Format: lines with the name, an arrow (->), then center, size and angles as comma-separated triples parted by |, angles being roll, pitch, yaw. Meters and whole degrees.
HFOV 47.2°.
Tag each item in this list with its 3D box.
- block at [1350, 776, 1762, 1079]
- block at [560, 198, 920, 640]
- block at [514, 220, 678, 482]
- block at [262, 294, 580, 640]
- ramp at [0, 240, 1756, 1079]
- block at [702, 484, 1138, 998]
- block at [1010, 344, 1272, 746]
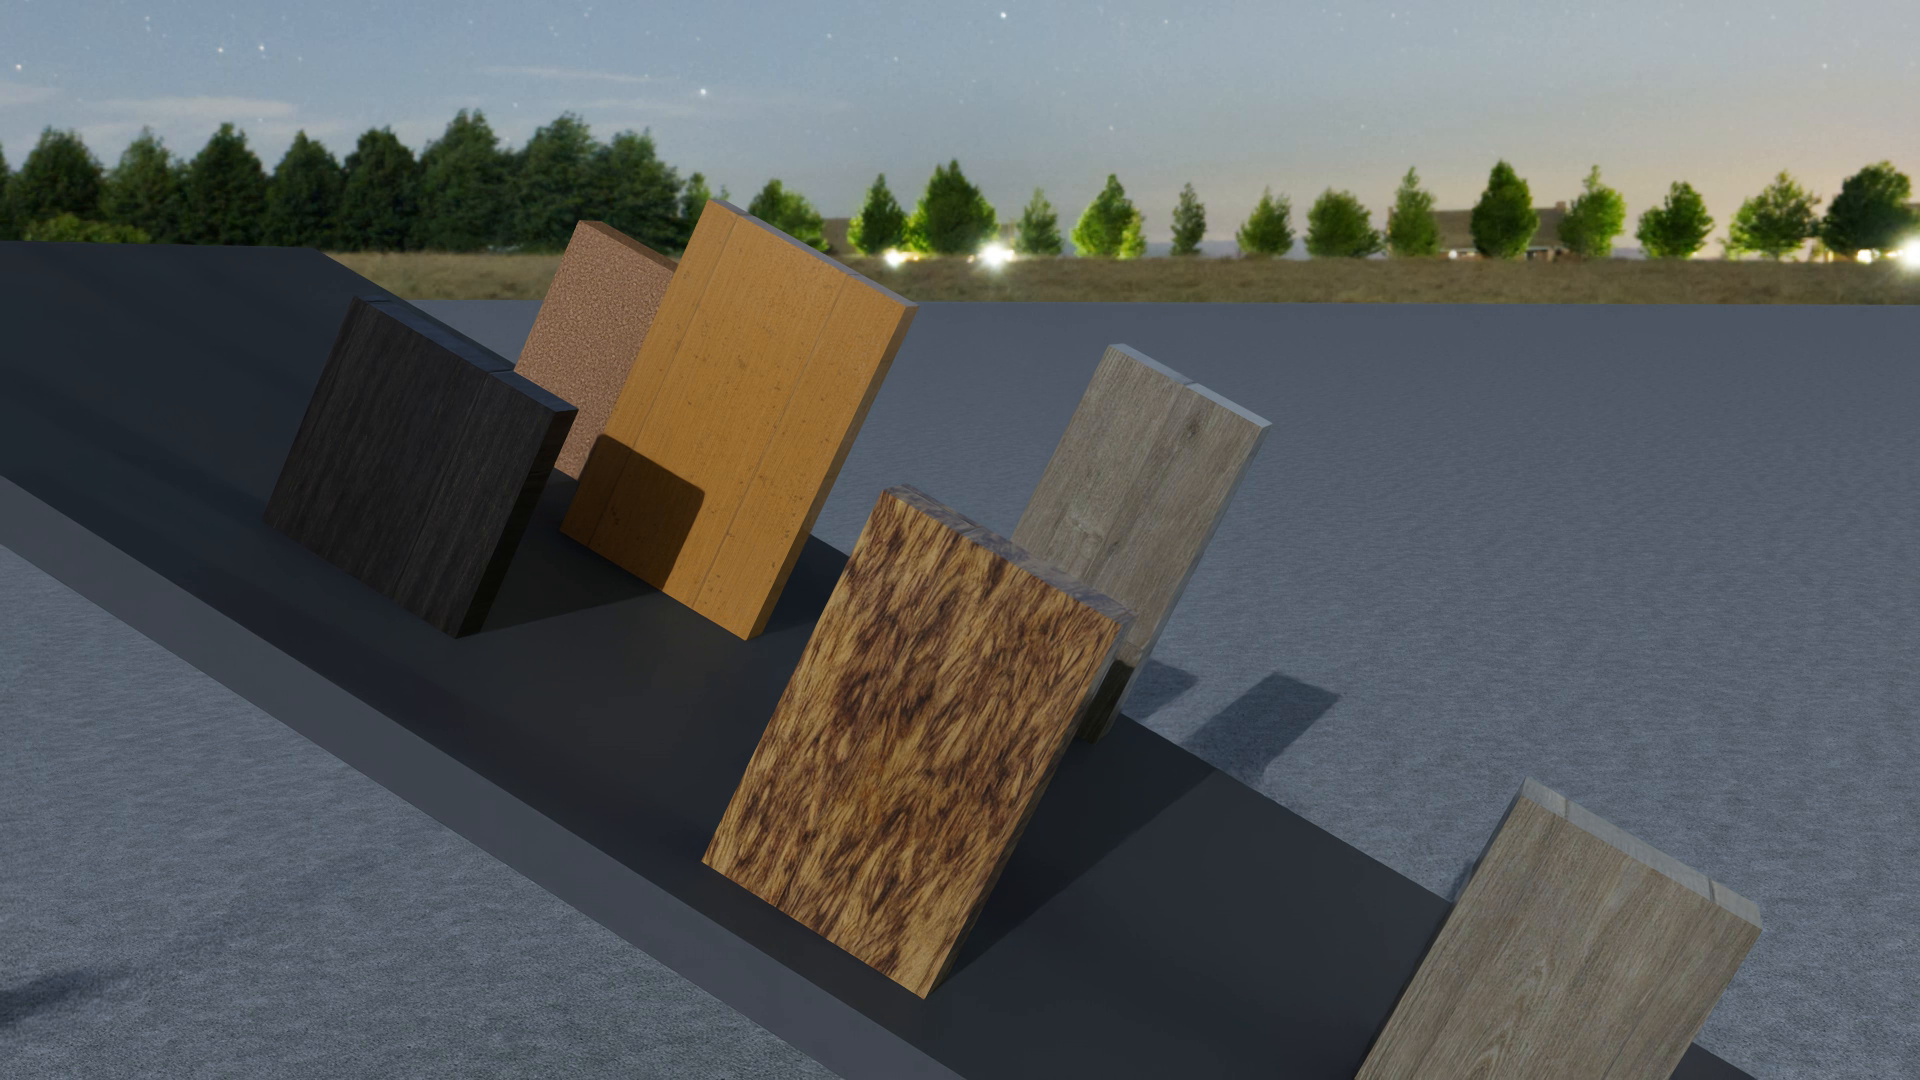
block -> 0.954, 0.749, 3.567 | 0.411, 0.589, 0.141 | 30, 14, 12
block -> -0.440, -0.234, 4.304 | 0.449, 0.733, 0.081 | 30, 14, 12
block -> -0.787, -0.402, 4.761 | 0.276, 0.504, 0.105 | 30, 14, 12
block -> -0.909, -0.125, 3.689 | 0.410, 0.429, 0.083 | 30, 14, 12
ramp -> -0.233, 0.390, 4.154 | 4.000, 0.100, 2.000 | 30, 14, 12
block -> -0.066, 0.296, 3.252 | 0.397, 0.641, 0.111 | 30, 14, 12
block -> 0.319, 0.008, 4.721 | 0.366, 0.773, 0.138 | 30, 14, 12
